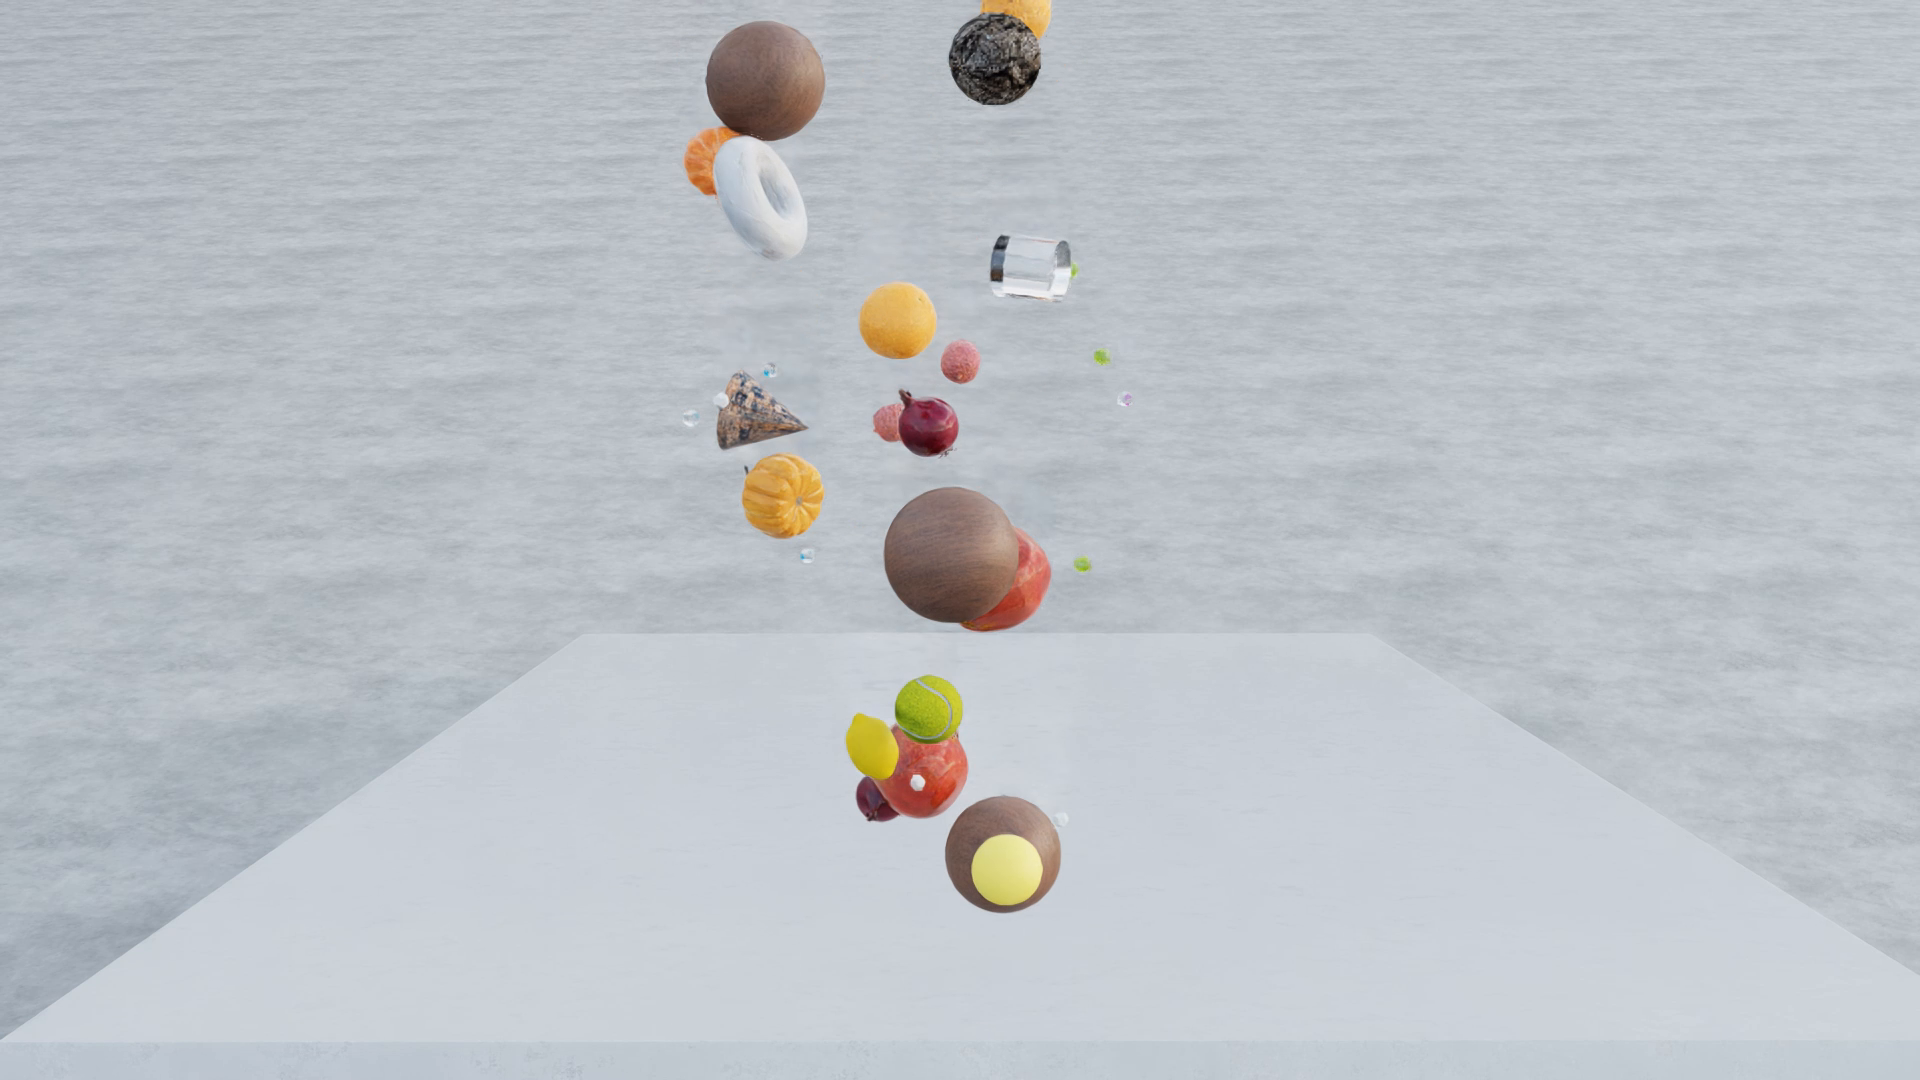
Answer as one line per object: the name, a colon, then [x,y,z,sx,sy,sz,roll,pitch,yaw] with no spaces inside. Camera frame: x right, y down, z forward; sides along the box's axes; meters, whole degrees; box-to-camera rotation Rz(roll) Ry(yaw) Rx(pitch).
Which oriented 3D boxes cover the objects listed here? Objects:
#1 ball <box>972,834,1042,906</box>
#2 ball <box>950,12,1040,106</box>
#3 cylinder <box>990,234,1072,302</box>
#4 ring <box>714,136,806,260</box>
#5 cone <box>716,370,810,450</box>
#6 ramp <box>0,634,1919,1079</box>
ball: [0.050,0.349,2.715,0.075,0.075,0.075,0,20,0]
ball: [0.034,-0.467,2.495,0.089,0.089,0.089,0,20,0]
cylinder: [0.067,-0.256,2.419,0.059,0.059,0.059,9,22,21]
ring: [-0.205,-0.352,2.648,0.046,0.137,0.137,-23,12,21]
cone: [-0.204,-0.131,2.792,0.091,0.091,0.091,14,23,14]
ramp: [0.046,0.416,4.535,2.000,0.100,4.000,0,4,0]
